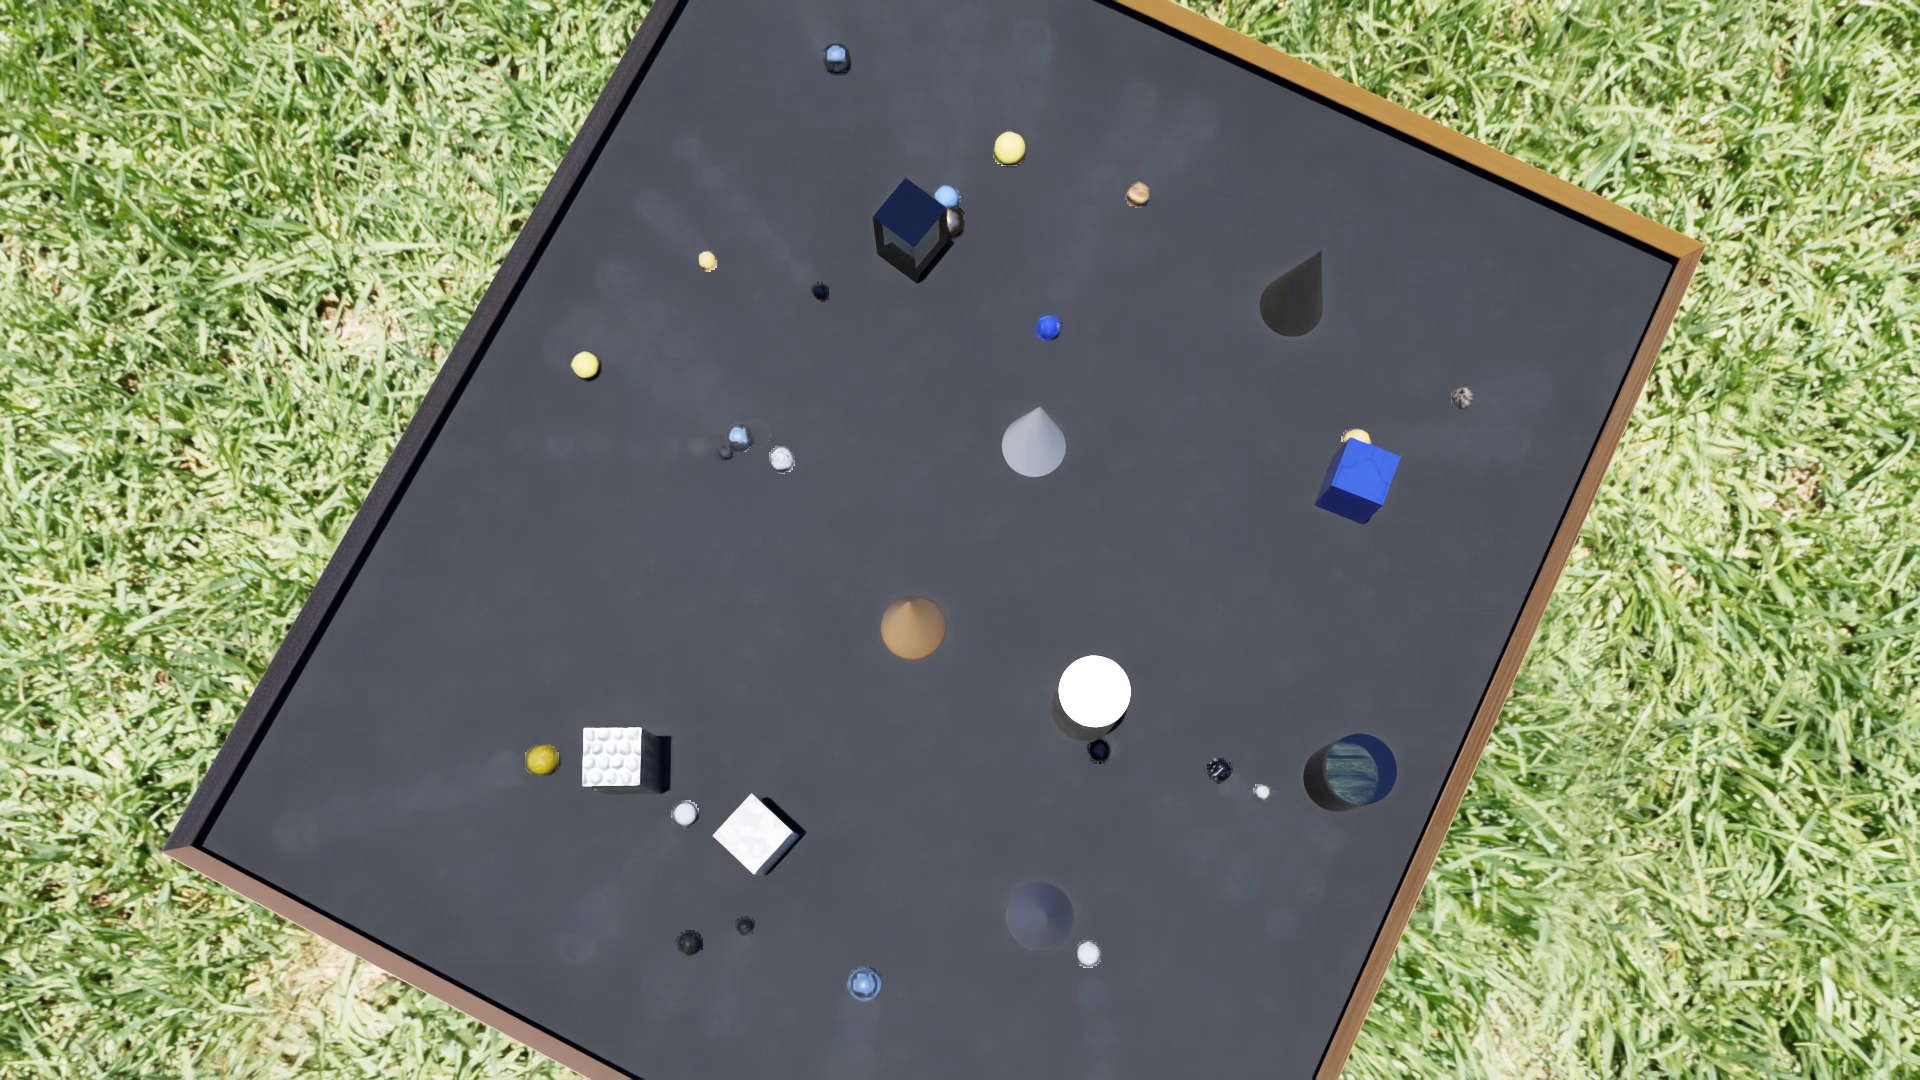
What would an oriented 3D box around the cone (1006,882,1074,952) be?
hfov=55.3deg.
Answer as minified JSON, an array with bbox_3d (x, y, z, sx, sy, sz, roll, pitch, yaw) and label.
[{"bbox_3d":[0.234,1.059,5.154,0.199,0.477,0.199,0,78,0],"label":"cone"}]

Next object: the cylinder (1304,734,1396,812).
[{"bbox_3d":[1.124,0.677,5.300,0.199,0.346,0.199,0,78,0],"label":"cylinder"}]

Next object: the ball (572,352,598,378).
[{"bbox_3d":[-1.163,-0.543,5.688,0.082,0.082,0.082,0,78,0],"label":"ball"}]

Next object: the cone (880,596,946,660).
[{"bbox_3d":[-0.141,0.218,5.333,0.199,0.468,0.199,0,78,0],"label":"cone"}]

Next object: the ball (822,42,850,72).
[{"bbox_3d":[-0.397,-1.553,5.893,0.089,0.089,0.089,0,78,0],"label":"ball"}]

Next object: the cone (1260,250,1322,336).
[{"bbox_3d":[1.043,-0.785,5.526,0.199,0.496,0.199,0,78,0],"label":"cone"}]

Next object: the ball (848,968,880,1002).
[{"bbox_3d":[-0.277,1.286,5.302,0.095,0.095,0.095,0,78,0],"label":"ball"}]

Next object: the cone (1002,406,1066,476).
[{"bbox_3d":[0.229,-0.337,5.457,0.199,0.449,0.199,0,78,0],"label":"cone"}]

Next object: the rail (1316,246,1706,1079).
[{"bbox_3d":[1.458,0.721,5.400,0.045,0.129,3.728,26,80,5],"label":"rail"}]

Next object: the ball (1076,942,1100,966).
[{"bbox_3d":[0.373,1.204,5.334,0.066,0.066,0.066,0,78,0],"label":"ball"}]

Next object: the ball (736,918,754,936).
[{"bbox_3d":[-0.629,1.131,5.358,0.048,0.048,0.048,0,78,0],"label":"ball"}]

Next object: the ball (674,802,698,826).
[{"bbox_3d":[-0.811,0.809,5.414,0.068,0.068,0.068,0,78,0],"label":"ball"}]

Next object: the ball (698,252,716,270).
[{"bbox_3d":[-0.796,-0.881,5.771,0.055,0.055,0.055,0,78,0],"label":"ball"}]

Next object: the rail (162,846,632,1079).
[{"bbox_3d":[-0.823,1.619,5.214,3.307,0.129,0.045,26,80,5],"label":"rail"}]

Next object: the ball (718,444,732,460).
[{"bbox_3d":[-0.725,-0.272,5.648,0.045,0.045,0.045,0,78,0],"label":"ball"}]

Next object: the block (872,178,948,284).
[{"bbox_3d":[-0.150,-0.950,5.652,0.159,0.316,0.159,37,81,7],"label":"block"}]

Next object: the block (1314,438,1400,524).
[{"bbox_3d":[1.194,-0.176,5.516,0.159,0.268,0.159,22,79,4],"label":"block"}]

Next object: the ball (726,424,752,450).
[{"bbox_3d":[-0.681,-0.316,5.642,0.080,0.080,0.080,0,78,0],"label":"ball"}]

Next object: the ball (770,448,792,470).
[{"bbox_3d":[-0.548,-0.248,5.632,0.070,0.070,0.070,0,78,0],"label":"ball"}]

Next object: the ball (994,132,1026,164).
[{"bbox_3d":[0.158,-1.246,5.824,0.100,0.100,0.100,0,78,0],"label":"ball"}]

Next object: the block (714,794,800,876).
[{"bbox_3d":[-0.585,0.855,5.301,0.159,0.271,0.159,42,81,8],"label":"block"}]

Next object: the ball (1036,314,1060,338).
[{"bbox_3d":[0.277,-0.666,5.717,0.074,0.074,0.074,0,78,0],"label":"ball"}]

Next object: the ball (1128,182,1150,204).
[{"bbox_3d":[0.567,-1.098,5.808,0.070,0.070,0.070,0,78,0],"label":"ball"}]

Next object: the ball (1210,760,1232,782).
[{"bbox_3d":[0.773,0.684,5.442,0.065,0.065,0.065,0,78,0],"label":"ball"}]

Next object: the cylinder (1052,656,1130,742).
[{"bbox_3d":[0.375,0.464,5.305,0.199,0.422,0.199,0,78,0],"label":"cylinder"}]

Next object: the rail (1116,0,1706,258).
[{"bbox_3d":[0.823,-1.605,5.882,3.307,0.129,0.045,26,80,5],"label":"rail"}]

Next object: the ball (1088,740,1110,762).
[{"bbox_3d":[0.414,0.626,5.450,0.065,0.065,0.065,0,78,0],"label":"ball"}]

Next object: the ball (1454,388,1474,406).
[{"bbox_3d":[1.559,-0.443,5.678,0.060,0.060,0.060,0,78,0],"label":"ball"}]

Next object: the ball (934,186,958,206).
[{"bbox_3d":[-0.043,-1.082,5.797,0.076,0.076,0.076,0,78,0],"label":"ball"}]

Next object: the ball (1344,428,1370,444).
[{"bbox_3d":[1.221,-0.302,5.638,0.081,0.081,0.081,0,78,0],"label":"ball"}]

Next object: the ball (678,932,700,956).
[{"bbox_3d":[-0.788,1.177,5.339,0.066,0.066,0.066,0,78,0],"label":"ball"}]

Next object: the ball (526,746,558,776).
[{"bbox_3d":[-1.239,0.653,5.436,0.089,0.089,0.089,0,78,0],"label":"ball"}]

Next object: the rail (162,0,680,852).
[{"bbox_3d":[-1.458,-0.707,5.696,0.045,0.129,3.728,26,80,5],"label":"rail"}]

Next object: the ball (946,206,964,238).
[{"bbox_3d":[-0.036,-1.002,5.766,0.097,0.097,0.097,0,78,0],"label":"ball"}]

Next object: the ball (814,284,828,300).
[{"bbox_3d":[-0.438,-0.779,5.754,0.046,0.046,0.046,0,78,0],"label":"ball"}]

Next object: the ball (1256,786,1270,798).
[{"bbox_3d":[0.898,0.748,5.441,0.041,0.041,0.041,0,78,0],"label":"ball"}]

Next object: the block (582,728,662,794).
[{"bbox_3d":[-0.971,0.642,5.292,0.159,0.376,0.159,-1,78,0],"label":"block"}]
